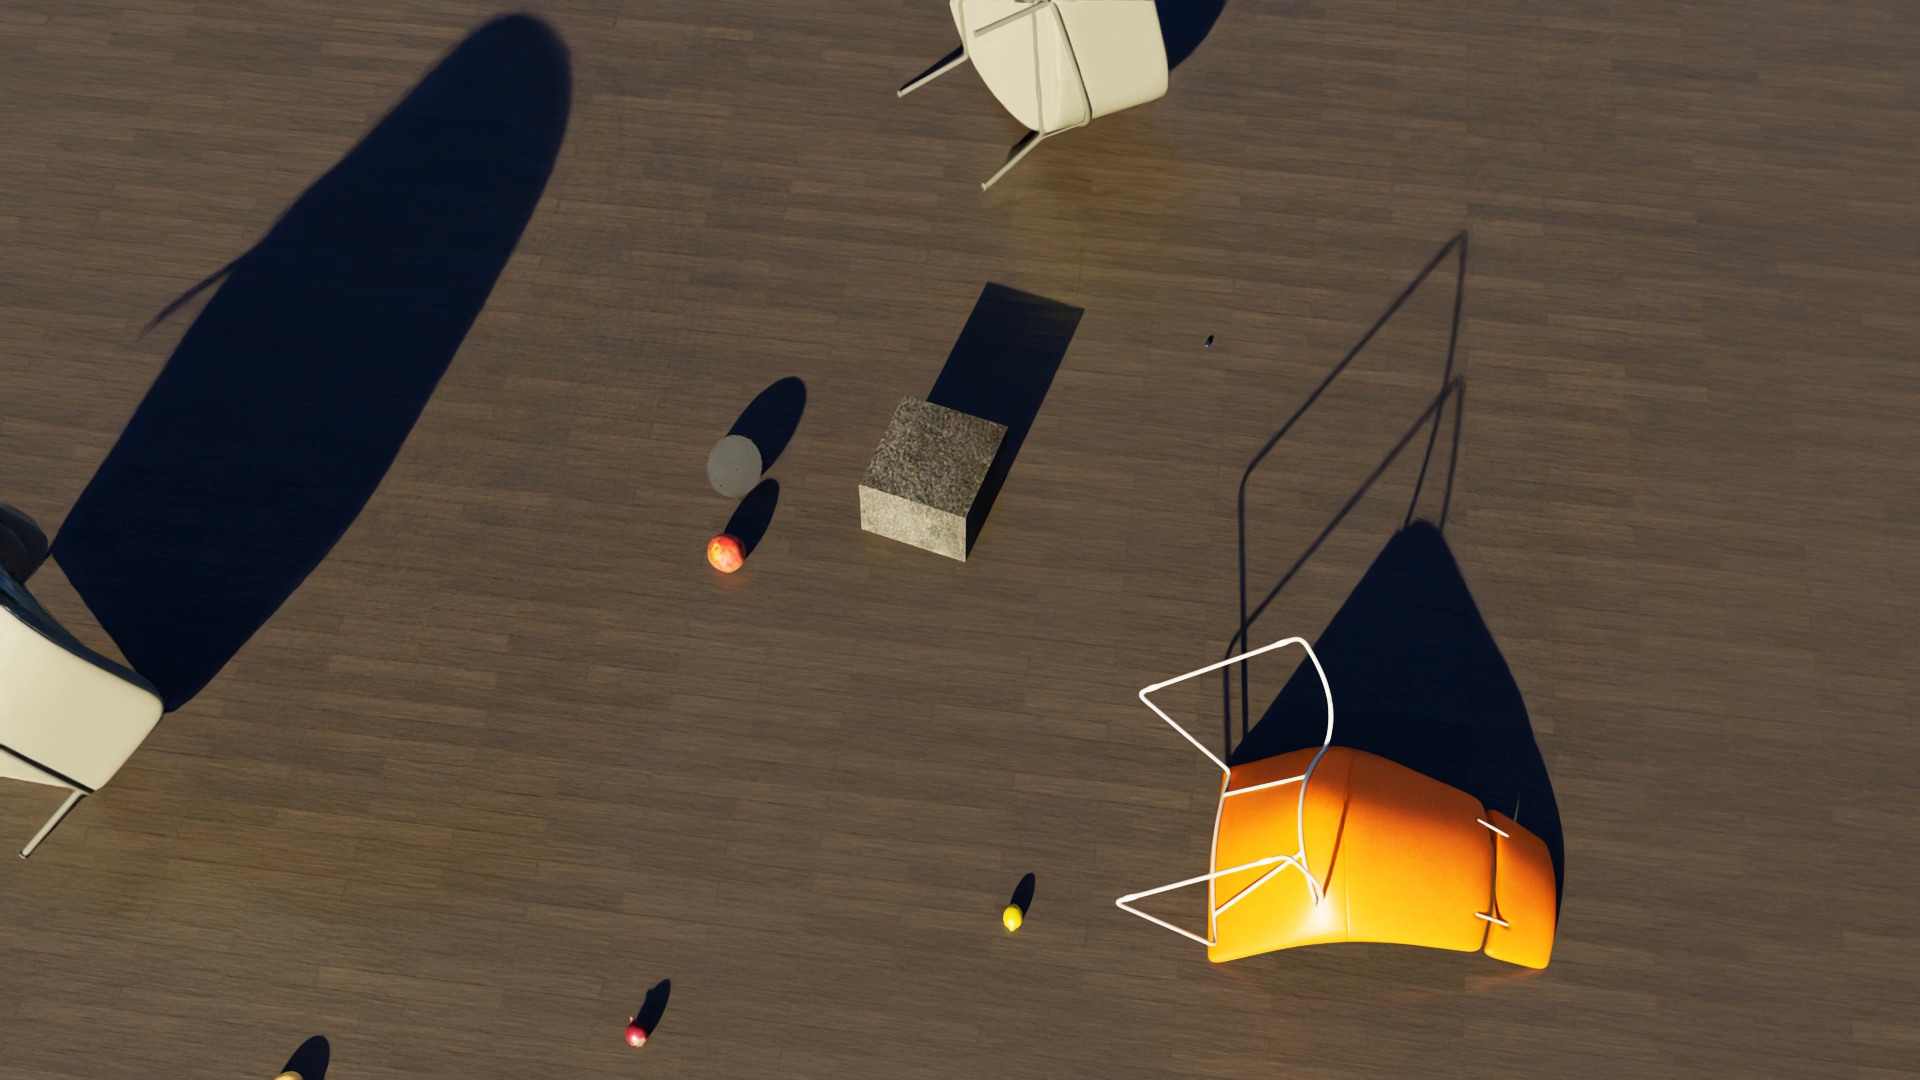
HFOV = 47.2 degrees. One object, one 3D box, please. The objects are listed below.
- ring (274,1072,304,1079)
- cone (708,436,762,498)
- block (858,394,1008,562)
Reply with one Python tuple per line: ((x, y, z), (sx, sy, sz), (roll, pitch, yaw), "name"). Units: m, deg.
((-1.725, 1.440, 5.578), (0.112, 0.049, 0.196), (12, 56, 6), "ring")
((-0.667, -0.220, 6.686), (0.194, 0.074, 0.190), (36, 101, 22), "cone")
((-0.076, -0.185, 6.559), (0.334, 0.231, 0.353), (18, 58, 12), "block")
